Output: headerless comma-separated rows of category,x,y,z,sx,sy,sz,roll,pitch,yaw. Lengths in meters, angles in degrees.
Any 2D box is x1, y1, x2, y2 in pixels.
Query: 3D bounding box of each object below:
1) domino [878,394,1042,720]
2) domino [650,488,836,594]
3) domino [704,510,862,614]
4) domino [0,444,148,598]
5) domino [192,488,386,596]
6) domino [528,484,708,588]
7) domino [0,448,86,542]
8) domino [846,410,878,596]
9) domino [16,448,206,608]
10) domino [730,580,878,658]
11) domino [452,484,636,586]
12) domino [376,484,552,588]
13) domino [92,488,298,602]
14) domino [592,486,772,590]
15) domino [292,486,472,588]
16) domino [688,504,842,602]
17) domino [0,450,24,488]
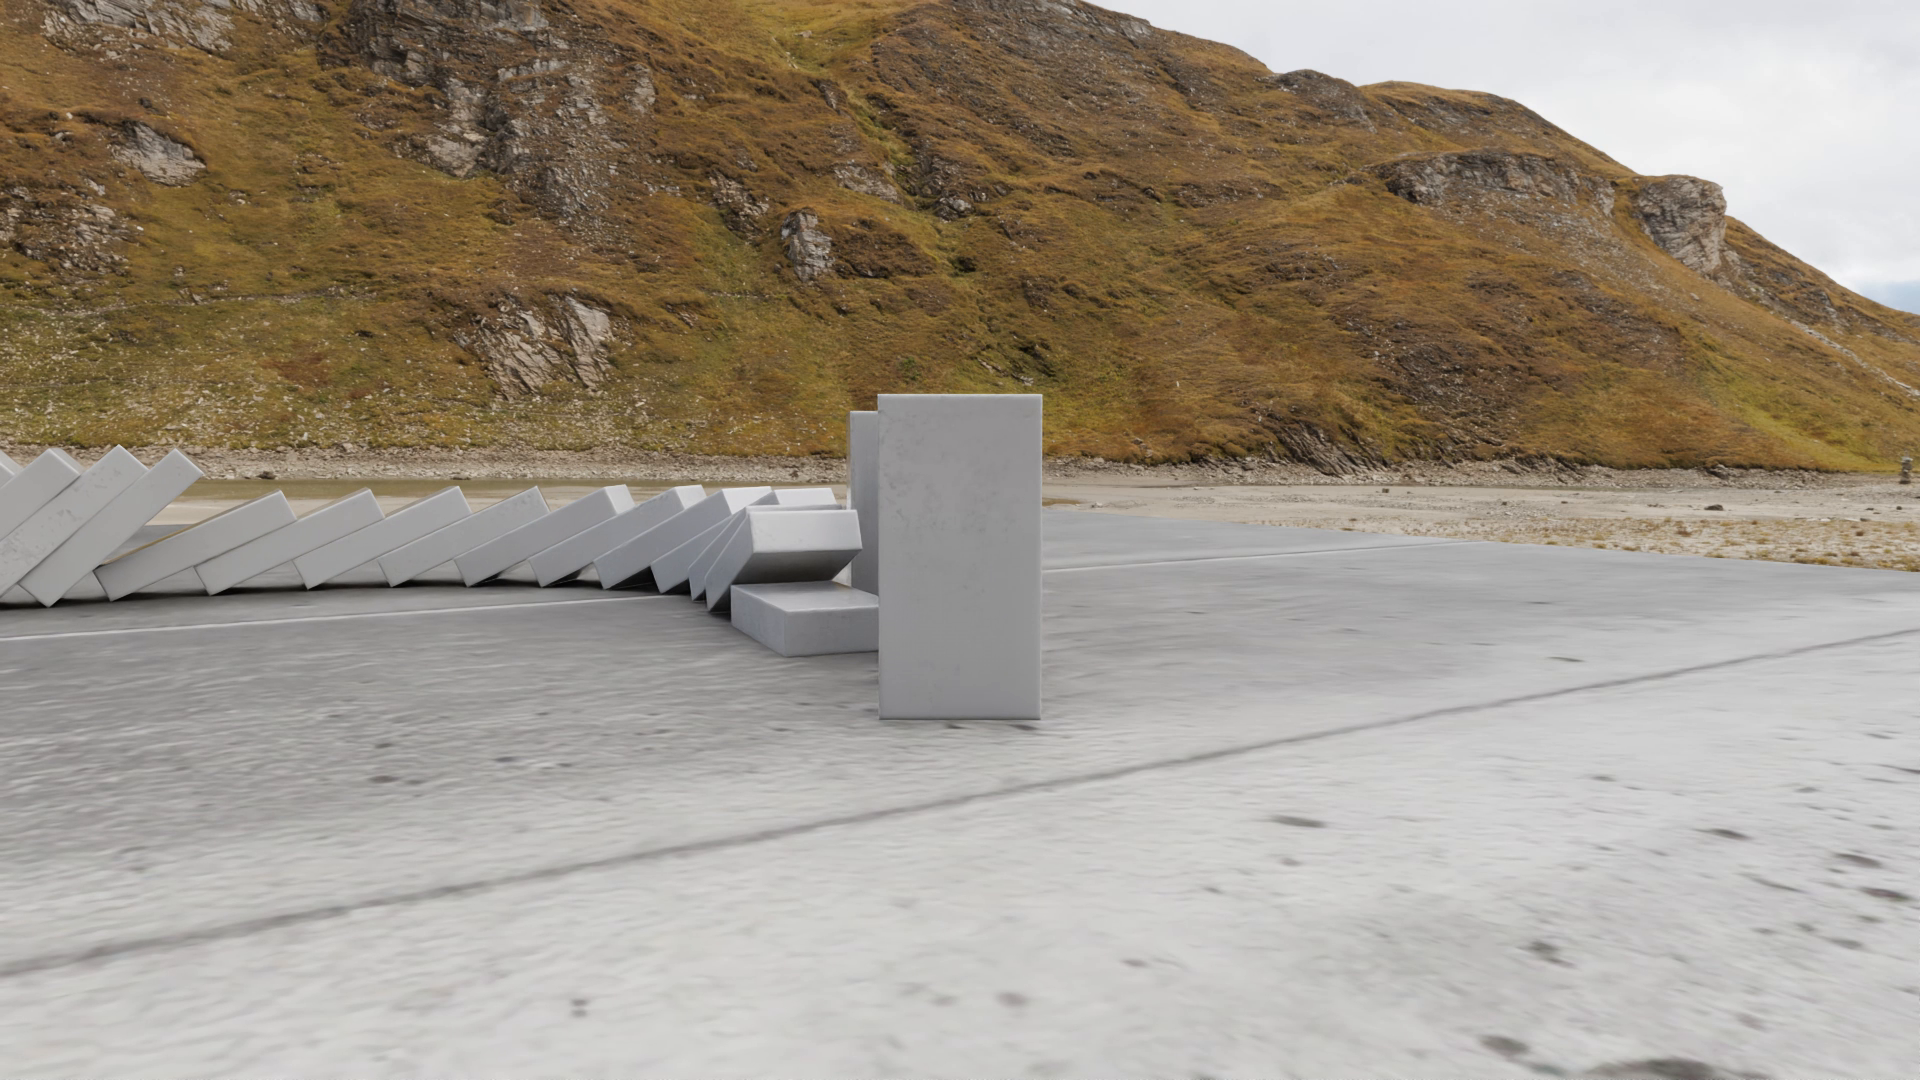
domino,0.000,0.002,0.201,0.025,0.050,0.010,0,4,0
domino,-0.060,0.000,0.361,0.050,0.009,0.025,-27,-10,29
domino,-0.043,0.006,0.307,0.025,0.009,0.050,-2,-17,-24
domino,-0.240,-0.004,0.341,0.050,0.010,0.025,-50,25,-21
domino,-0.197,0.000,0.378,0.050,0.010,0.025,-29,16,-23
domino,-0.102,-0.002,0.388,0.050,0.010,0.025,-25,1,7
domino,-0.252,-0.003,0.334,0.050,0.010,0.025,-48,24,-17
domino,-0.022,-0.006,0.309,0.010,0.050,0.025,-1,4,-7
domino,-0.230,-0.004,0.349,0.050,0.010,0.025,-48,24,-18
domino,-0.033,0.017,0.283,0.025,0.010,0.050,-2,5,-22
domino,-0.126,-0.002,0.392,0.050,0.009,0.025,-25,4,1
domino,-0.152,-0.002,0.396,0.050,0.010,0.025,-27,11,-14
domino,-0.217,0.001,0.366,0.050,0.010,0.025,-29,17,-24
domino,-0.080,-0.001,0.375,0.050,0.010,0.025,-26,-6,23
domino,-0.176,-0.002,0.390,0.050,0.010,0.025,-29,15,-23
domino,-0.051,0.004,0.333,0.025,0.010,0.050,-2,-17,-29
domino,-0.265,-0.003,0.328,0.050,0.010,0.025,-48,24,-18
